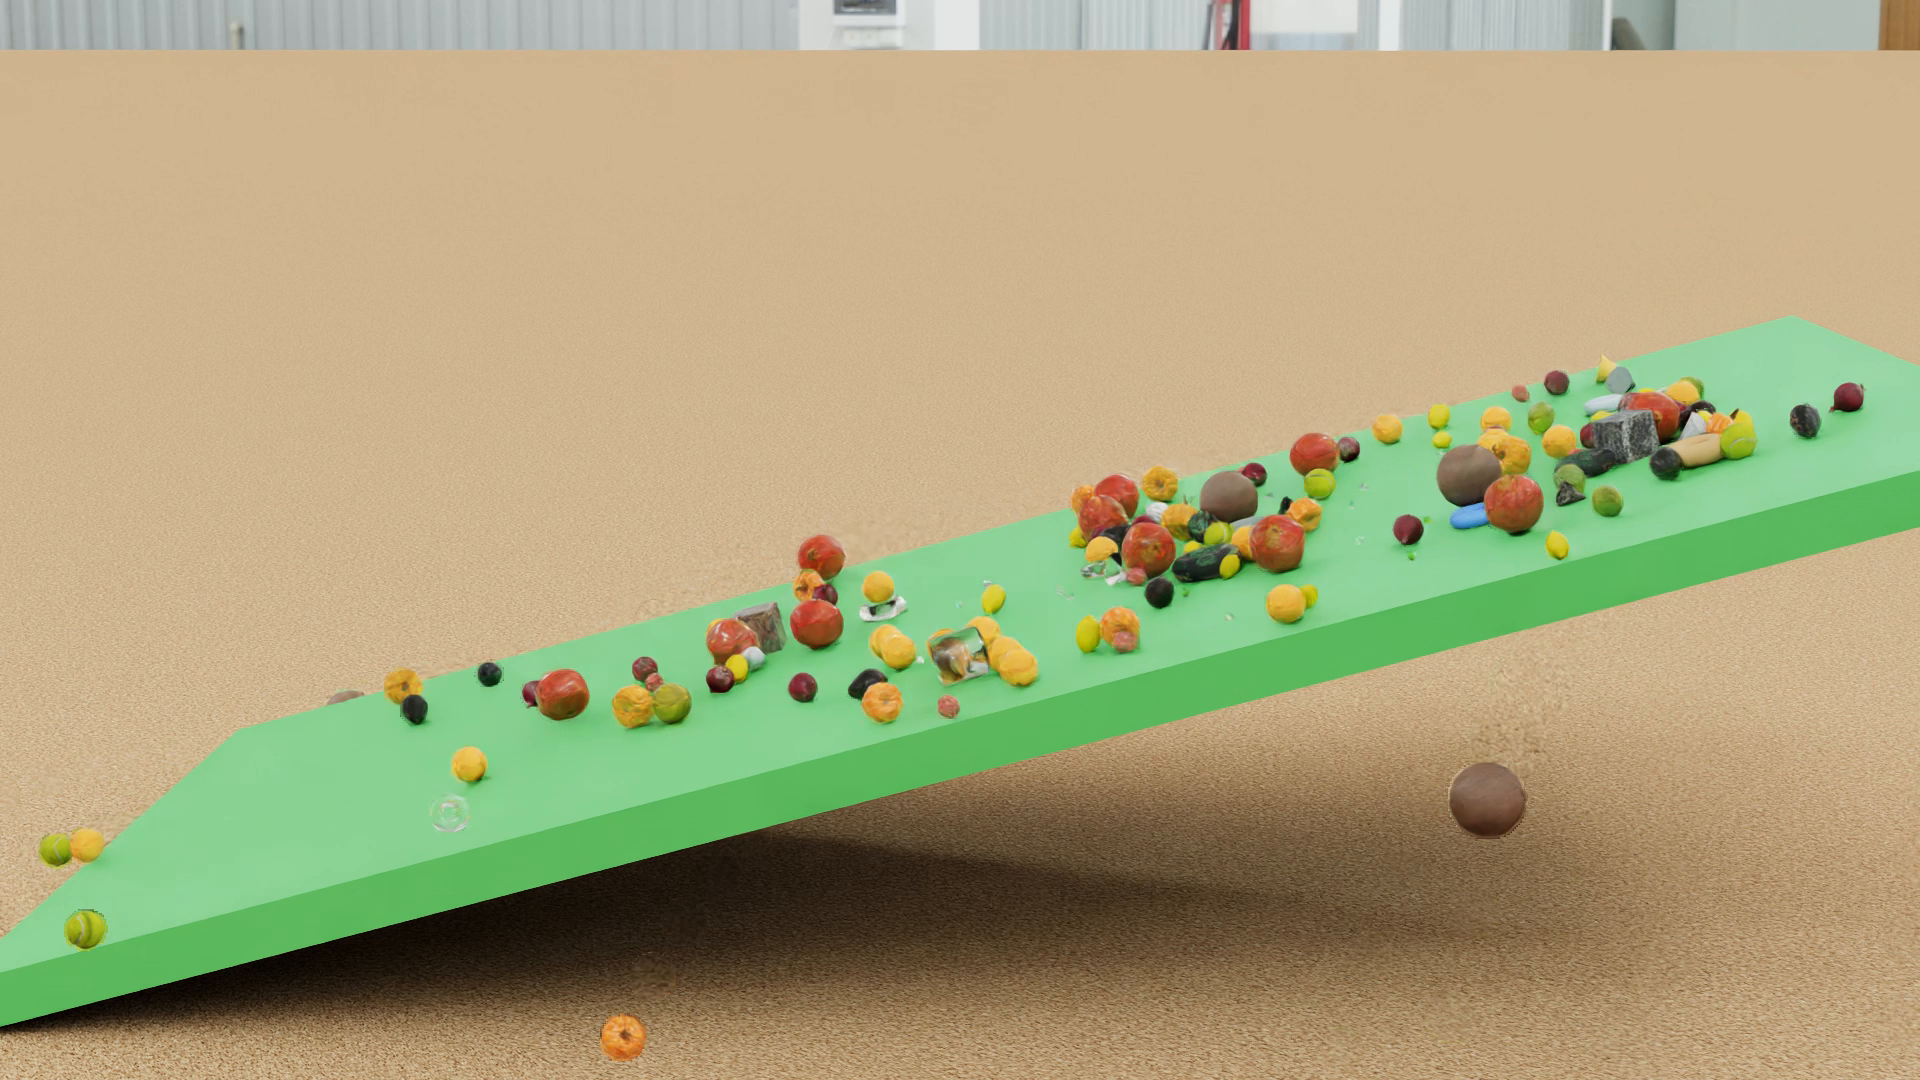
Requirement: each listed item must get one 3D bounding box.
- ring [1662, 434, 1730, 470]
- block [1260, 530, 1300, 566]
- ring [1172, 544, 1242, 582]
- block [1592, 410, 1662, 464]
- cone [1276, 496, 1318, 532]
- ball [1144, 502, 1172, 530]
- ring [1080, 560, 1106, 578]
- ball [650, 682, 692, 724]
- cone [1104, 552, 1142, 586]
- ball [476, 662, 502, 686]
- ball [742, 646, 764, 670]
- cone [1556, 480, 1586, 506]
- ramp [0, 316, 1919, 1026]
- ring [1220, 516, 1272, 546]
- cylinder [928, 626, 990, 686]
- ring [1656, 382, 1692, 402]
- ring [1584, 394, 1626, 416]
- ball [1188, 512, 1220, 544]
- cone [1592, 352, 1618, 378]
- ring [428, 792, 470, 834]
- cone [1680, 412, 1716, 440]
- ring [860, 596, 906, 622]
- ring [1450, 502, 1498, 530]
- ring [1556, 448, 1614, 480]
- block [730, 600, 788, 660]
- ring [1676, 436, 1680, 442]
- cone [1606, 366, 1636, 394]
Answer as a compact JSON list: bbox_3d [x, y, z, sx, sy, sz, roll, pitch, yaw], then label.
[{"bbox_3d":[1.447,-0.174,5.782,0.134,0.045,0.134,-16,8,2],"label":"ring"},{"bbox_3d":[0.648,0.016,5.945,0.054,0.054,0.054,-18,10,-13],"label":"block"},{"bbox_3d":[0.506,0.047,6.016,0.147,0.049,0.147,-16,8,2],"label":"ring"},{"bbox_3d":[1.359,-0.210,6.000,0.088,0.088,0.088,-20,10,-23],"label":"block"},{"bbox_3d":[0.723,-0.046,6.235,0.083,0.083,0.083,11,9,-7],"label":"cone"},{"bbox_3d":[0.449,-0.056,6.666,0.063,0.063,0.063,0,10,0],"label":"ball"},{"bbox_3d":[0.297,0.062,6.330,0.080,0.027,0.080,-15,6,2],"label":"ring"},{"bbox_3d":[-0.590,0.334,6.019,0.084,0.084,0.084,0,10,0],"label":"ball"},{"bbox_3d":[0.355,0.066,6.202,0.072,0.072,0.072,10,5,-27],"label":"cone"},{"bbox_3d":[-1.128,0.321,7.050,0.060,0.060,0.060,0,10,0],"label":"ball"},{"bbox_3d":[-0.447,0.256,6.345,0.051,0.051,0.051,0,10,0],"label":"ball"},{"bbox_3d":[1.198,-0.086,5.734,0.053,0.053,0.053,10,9,-9],"label":"cone"},{"bbox_3d":[0.082,0.190,6.328,4.000,0.100,2.000,-15,9,4],"label":"ramp"},{"bbox_3d":[0.609,-0.019,6.268,0.114,0.038,0.114,-17,10,3],"label":"ring"},{"bbox_3d":[-0.001,0.223,5.661,0.096,0.096,0.096,-16,12,-5],"label":"cylinder"},{"bbox_3d":[1.583,-0.329,6.516,0.083,0.028,0.083,-15,11,3],"label":"ring"},{"bbox_3d":[1.442,-0.302,6.580,0.094,0.031,0.094,-15,8,2],"label":"ring"},{"bbox_3d":[0.525,-0.027,6.348,0.070,0.070,0.070,0,10,0],"label":"ball"},{"bbox_3d":[1.546,-0.395,6.954,0.070,0.070,0.070,37,24,19],"label":"cone"},{"bbox_3d":[-0.966,0.517,5.566,0.078,0.078,0.026,-1,4,-5],"label":"ring"},{"bbox_3d":[1.458,-0.193,5.887,0.090,0.090,0.090,-41,-10,27],"label":"cone"},{"bbox_3d":[-0.172,0.153,6.546,0.108,0.036,0.108,-15,10,3],"label":"ring"},{"bbox_3d":[1.012,-0.047,5.787,0.097,0.032,0.097,-16,10,3],"label":"ring"},{"bbox_3d":[1.267,-0.153,5.962,0.123,0.041,0.123,-17,9,3],"label":"ring"},{"bbox_3d":[-0.447,0.201,6.535,0.094,0.094,0.094,-14,9,7],"label":"block"},{"bbox_3d":[1.484,-0.203,5.947,0.077,0.026,0.077,-17,6,2],"label":"ring"},{"bbox_3d":[1.535,-0.359,6.762,0.067,0.067,0.067,11,0,-40],"label":"cone"}]
